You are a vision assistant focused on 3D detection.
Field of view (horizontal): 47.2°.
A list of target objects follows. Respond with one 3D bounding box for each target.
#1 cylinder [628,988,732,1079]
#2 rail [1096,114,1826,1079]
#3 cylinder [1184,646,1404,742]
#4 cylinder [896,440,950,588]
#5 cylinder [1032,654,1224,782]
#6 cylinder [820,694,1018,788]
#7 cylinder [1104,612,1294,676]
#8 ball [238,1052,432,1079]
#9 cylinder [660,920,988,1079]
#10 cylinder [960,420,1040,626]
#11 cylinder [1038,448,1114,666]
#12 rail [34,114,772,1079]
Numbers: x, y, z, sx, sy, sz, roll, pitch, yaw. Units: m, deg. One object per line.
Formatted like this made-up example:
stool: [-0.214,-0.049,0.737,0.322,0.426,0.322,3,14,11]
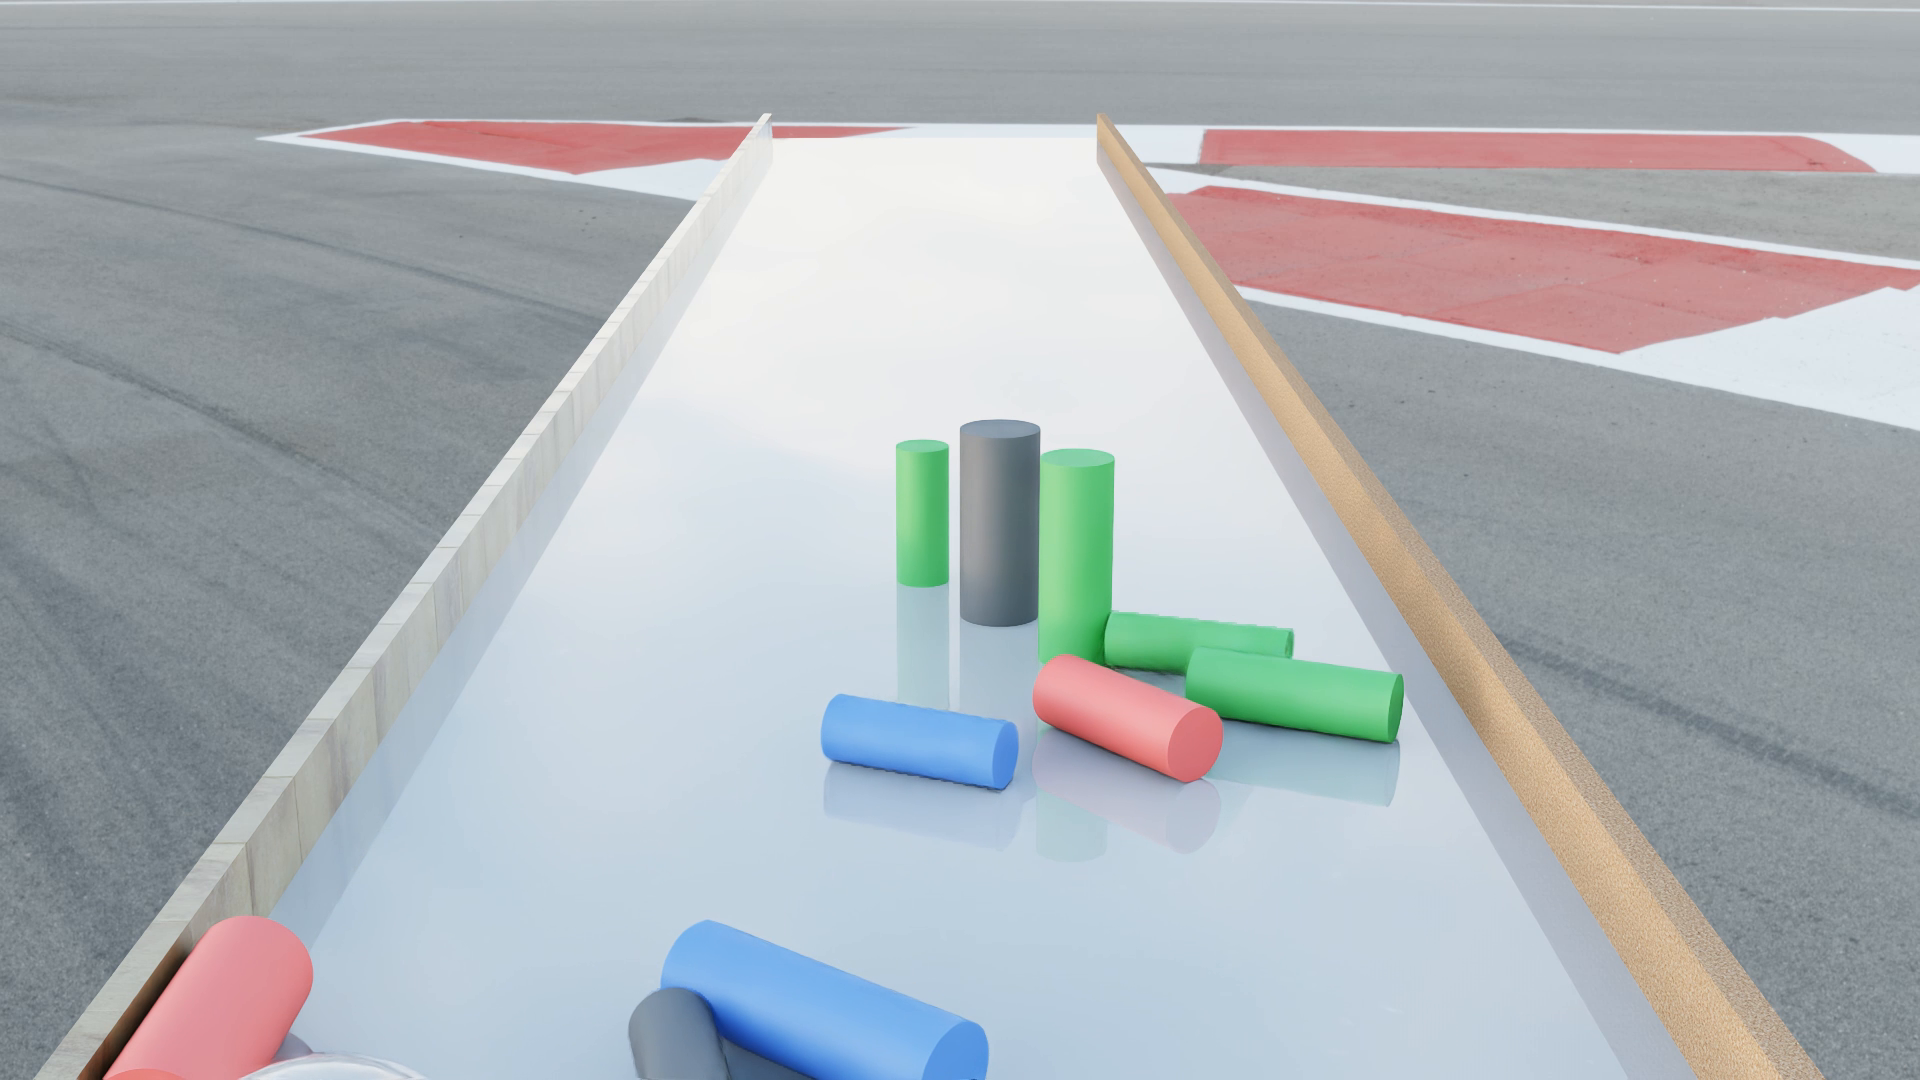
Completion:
cylinder: [-0.331,0.691,2.708,0.112,0.112,0.382,-4,17,-14]
rail: [0.932,-0.844,7.801,0.050,0.150,12.000,0,17,-1]
cylinder: [0.616,0.283,4.054,0.379,0.126,0.126,7,18,23]
cylinder: [-0.083,-0.060,4.886,0.118,0.309,0.118,0,17,0]
cylinder: [0.296,0.314,3.931,0.136,0.136,0.352,-13,21,-37]
cylinder: [-0.071,0.350,3.842,0.328,0.117,0.117,7,18,23]
cylinder: [0.468,0.213,4.319,0.354,0.109,0.109,5,17,17]
ball: [-0.636,0.705,2.201,0.374,0.374,0.374,0,17,0]
cylinder: [-0.183,0.627,2.873,0.450,0.140,0.140,13,21,37]
cylinder: [0.083,-0.037,4.636,0.169,0.408,0.169,0,17,0]
cylinder: [0.230,0.037,4.372,0.147,0.416,0.147,0,17,0]
rail: [-1.118,-0.838,7.780,0.050,0.150,12.000,0,17,-1]
